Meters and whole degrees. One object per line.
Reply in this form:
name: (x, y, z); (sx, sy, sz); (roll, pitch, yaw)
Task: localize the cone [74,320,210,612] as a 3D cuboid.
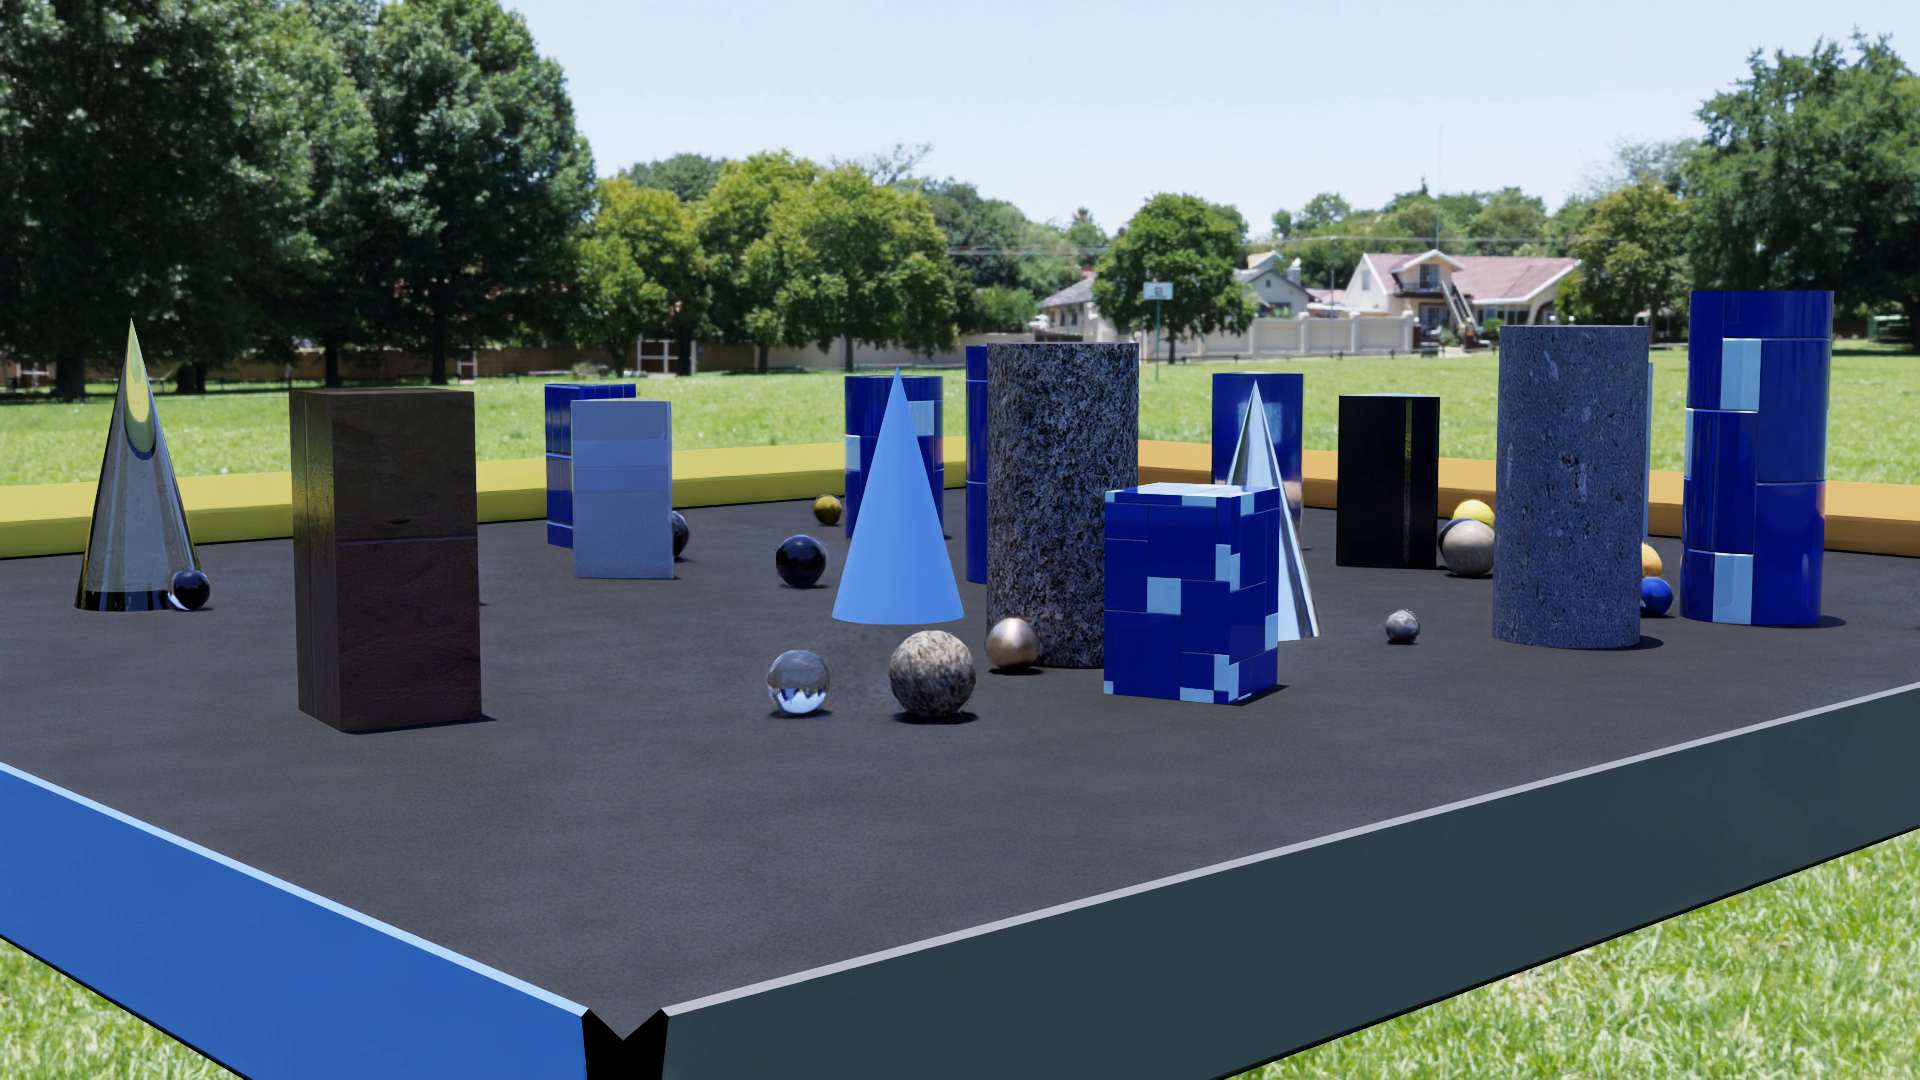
cone: (-1.244, -0.119, 3.323); (0.194, 0.432, 0.194); (0, 6, 0)

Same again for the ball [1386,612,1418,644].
ball: (0.591, 0.117, 2.942); (0.043, 0.043, 0.043); (0, 6, 0)

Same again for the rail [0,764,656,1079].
rail: (-1.241, 0.152, 2.193); (0.045, 0.126, 3.258); (-5, 8, -42)

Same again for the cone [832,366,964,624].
cone: (-0.090, -0.072, 3.194); (0.194, 0.364, 0.194); (0, 6, 0)

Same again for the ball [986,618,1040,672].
ball: (0.066, 0.129, 2.710); (0.066, 0.066, 0.066); (0, 6, 0)

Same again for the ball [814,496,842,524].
ball: (-0.273, -0.061, 4.560); (0.059, 0.059, 0.059); (0, 6, 0)

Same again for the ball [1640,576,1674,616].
ball: (1.005, 0.083, 3.194); (0.058, 0.058, 0.058); (0, 6, 0)

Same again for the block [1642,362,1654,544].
block: (1.049, -0.122, 3.711); (0.155, 0.357, 0.155); (-3, 6, -23)

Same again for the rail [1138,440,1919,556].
rail: (1.241, -0.087, 4.471); (0.045, 0.126, 3.258); (-5, 8, -42)

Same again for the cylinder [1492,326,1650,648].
cylinder: (0.824, -0.077, 2.971); (0.194, 0.422, 0.194); (0, 6, 0)

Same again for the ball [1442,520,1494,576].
ball: (0.854, 0.014, 3.676); (0.094, 0.094, 0.094); (0, 6, 0)

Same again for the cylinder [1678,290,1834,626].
cylinder: (1.147, -0.122, 3.171); (0.194, 0.470, 0.194); (0, 6, 0)

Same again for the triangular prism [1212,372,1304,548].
triangular prism: (0.553, -0.153, 4.154); (0.168, 0.326, 0.146); (0, 6, 0)

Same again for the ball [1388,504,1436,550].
ball: (0.835, -0.024, 4.068); (0.088, 0.088, 0.088); (0, 6, 0)

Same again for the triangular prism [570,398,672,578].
triangular prism: (-0.551, -0.091, 3.714); (0.168, 0.294, 0.146); (1, 6, 8)

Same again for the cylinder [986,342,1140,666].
cylinder: (0.131, -0.052, 2.825); (0.194, 0.402, 0.194); (0, 6, 0)

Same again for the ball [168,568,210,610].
ball: (-1.146, 0.073, 3.268); (0.061, 0.061, 0.061); (0, 6, 0)

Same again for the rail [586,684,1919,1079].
rail: (1.088, 0.156, 2.159); (3.425, 0.126, 0.045); (-5, 8, -42)

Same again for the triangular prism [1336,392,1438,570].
triangular prism: (0.757, -0.107, 3.858); (0.168, 0.296, 0.146); (2, 6, 16)

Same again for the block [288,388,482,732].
block: (-0.631, 0.015, 2.412); (0.155, 0.356, 0.155); (-4, 7, -32)

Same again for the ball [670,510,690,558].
ball: (-0.528, -0.010, 3.916); (0.092, 0.092, 0.092); (0, 6, 0)

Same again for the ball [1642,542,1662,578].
ball: (1.055, 0.044, 3.439); (0.083, 0.083, 0.083); (0, 6, 0)

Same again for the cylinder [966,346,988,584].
cylinder: (0.106, -0.127, 3.620); (0.194, 0.385, 0.194); (0, 6, 0)

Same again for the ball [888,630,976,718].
ball: (-0.030, 0.146, 2.406); (0.096, 0.096, 0.096); (0, 6, 0)

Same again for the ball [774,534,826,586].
ball: (-0.257, 0.033, 3.542); (0.083, 0.083, 0.083); (0, 6, 0)

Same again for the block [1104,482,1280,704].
block: (0.273, 0.058, 2.578); (0.155, 0.235, 0.155); (3, 7, 29)

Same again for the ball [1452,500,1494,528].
ball: (0.988, -0.037, 4.234); (0.079, 0.079, 0.079); (0, 6, 0)

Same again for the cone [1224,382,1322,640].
cone: (0.406, -0.047, 3.039); (0.194, 0.349, 0.194); (0, 6, 0)

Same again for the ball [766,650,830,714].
ball: (-0.178, 0.157, 2.427); (0.071, 0.071, 0.071); (0, 6, 0)

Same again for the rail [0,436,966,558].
rail: (-1.088, -0.090, 4.505); (3.425, 0.126, 0.045); (-5, 8, -42)

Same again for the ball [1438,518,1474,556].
ball: (0.871, 0.004, 3.796); (0.088, 0.088, 0.088); (0, 6, 0)

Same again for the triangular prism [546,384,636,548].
triangular prism: (-0.679, -0.142, 4.155); (0.146, 0.304, 0.168); (-4, 7, -33)

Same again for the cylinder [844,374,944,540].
cylinder: (-0.129, -0.163, 4.305); (0.194, 0.314, 0.194); (0, 6, 0)
